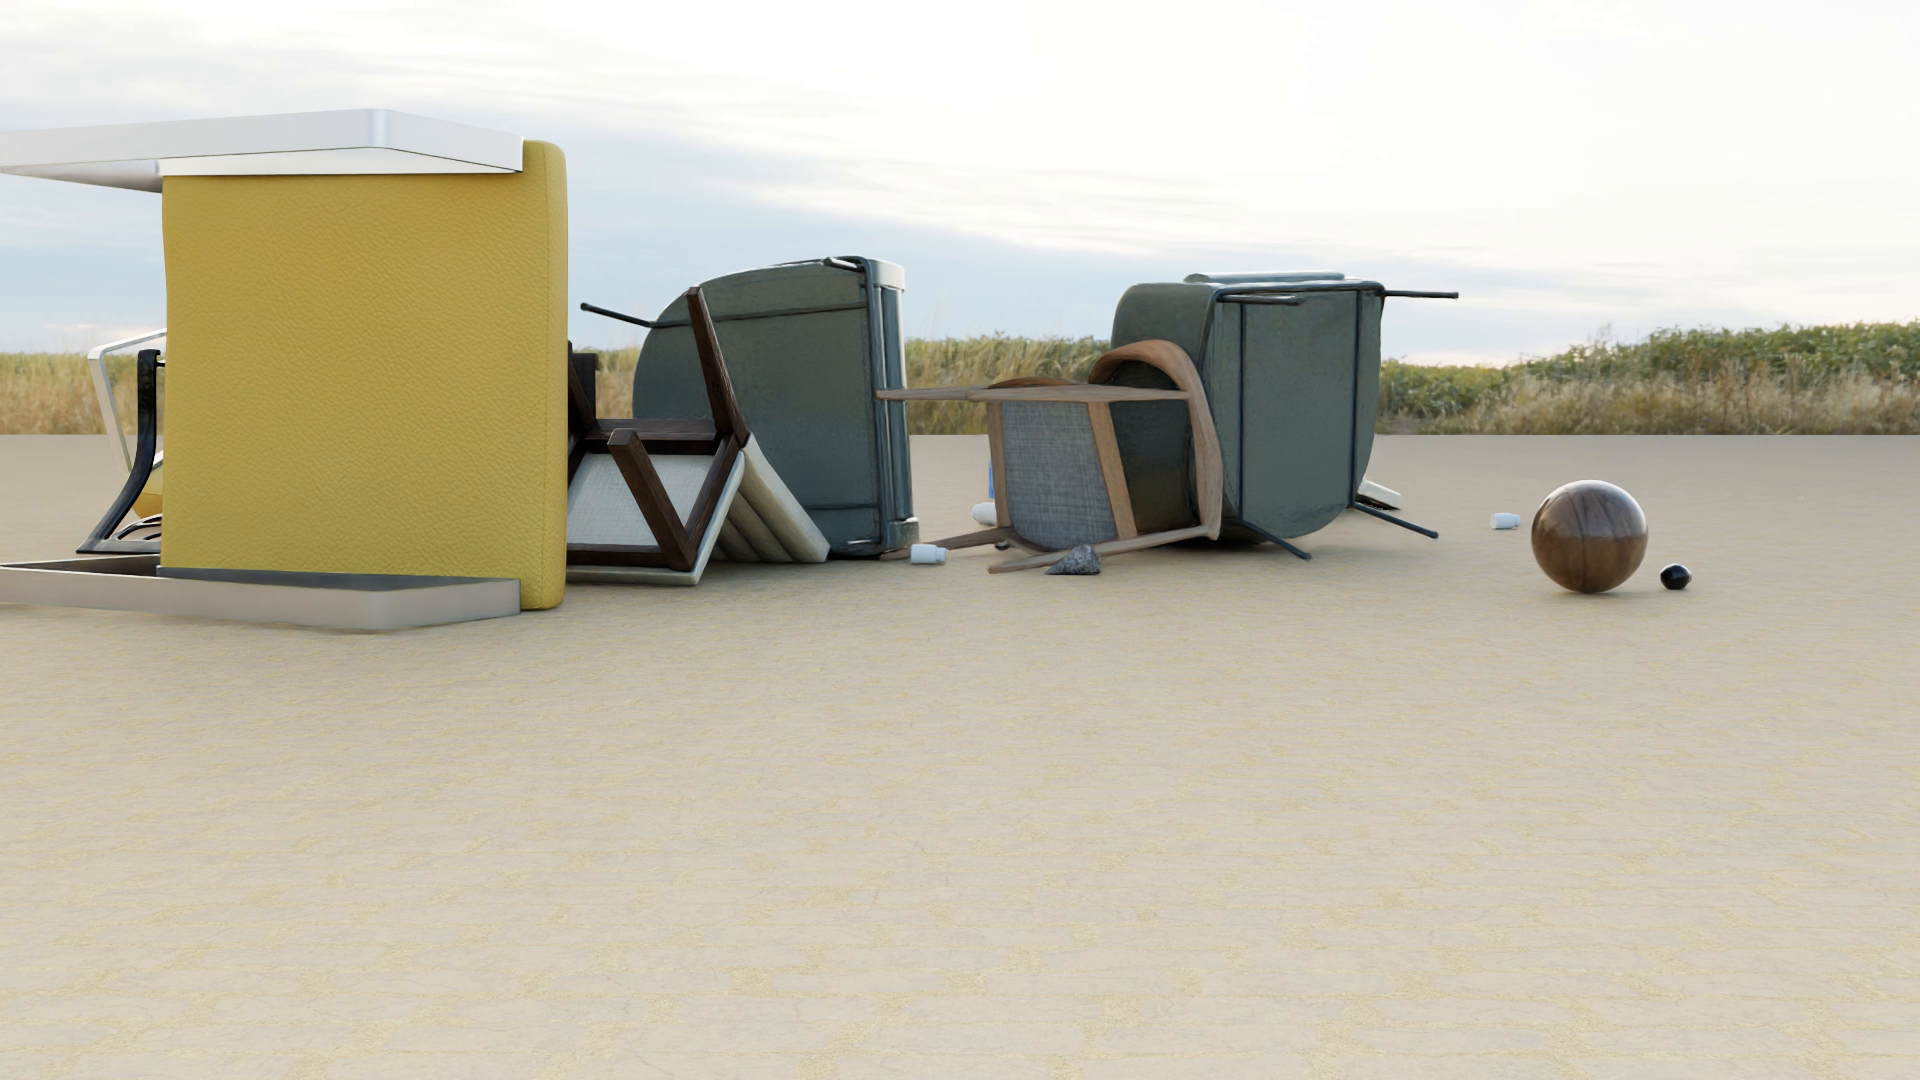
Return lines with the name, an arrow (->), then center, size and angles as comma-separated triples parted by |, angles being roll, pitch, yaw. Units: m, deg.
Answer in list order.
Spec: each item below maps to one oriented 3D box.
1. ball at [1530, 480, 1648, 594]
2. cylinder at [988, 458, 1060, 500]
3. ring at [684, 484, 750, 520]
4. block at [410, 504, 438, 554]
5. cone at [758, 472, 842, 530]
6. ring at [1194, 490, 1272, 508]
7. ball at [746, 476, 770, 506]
ball -> 1.383, -0.008, 4.833 | 0.250, 0.250, 0.250 | 0, 4, 0
cylinder -> 0.263, -0.251, 9.060 | 0.298, 0.157, 0.318 | 0, 4, -6
ring -> -0.836, -0.132, 7.572 | 0.244, 0.127, 0.186 | -1, 2, -36
block -> -1.476, -0.031, 6.068 | 0.070, 0.126, 0.124 | -1, 4, -12
cone -> -0.484, -0.078, 6.999 | 0.256, 0.199, 0.256 | 22, -6, 7
ring -> 1.041, -0.155, 8.376 | 0.352, 0.060, 0.218 | -2, 5, -34
ball -> -0.772, -0.188, 8.475 | 0.112, 0.112, 0.112 | 0, 4, 0
